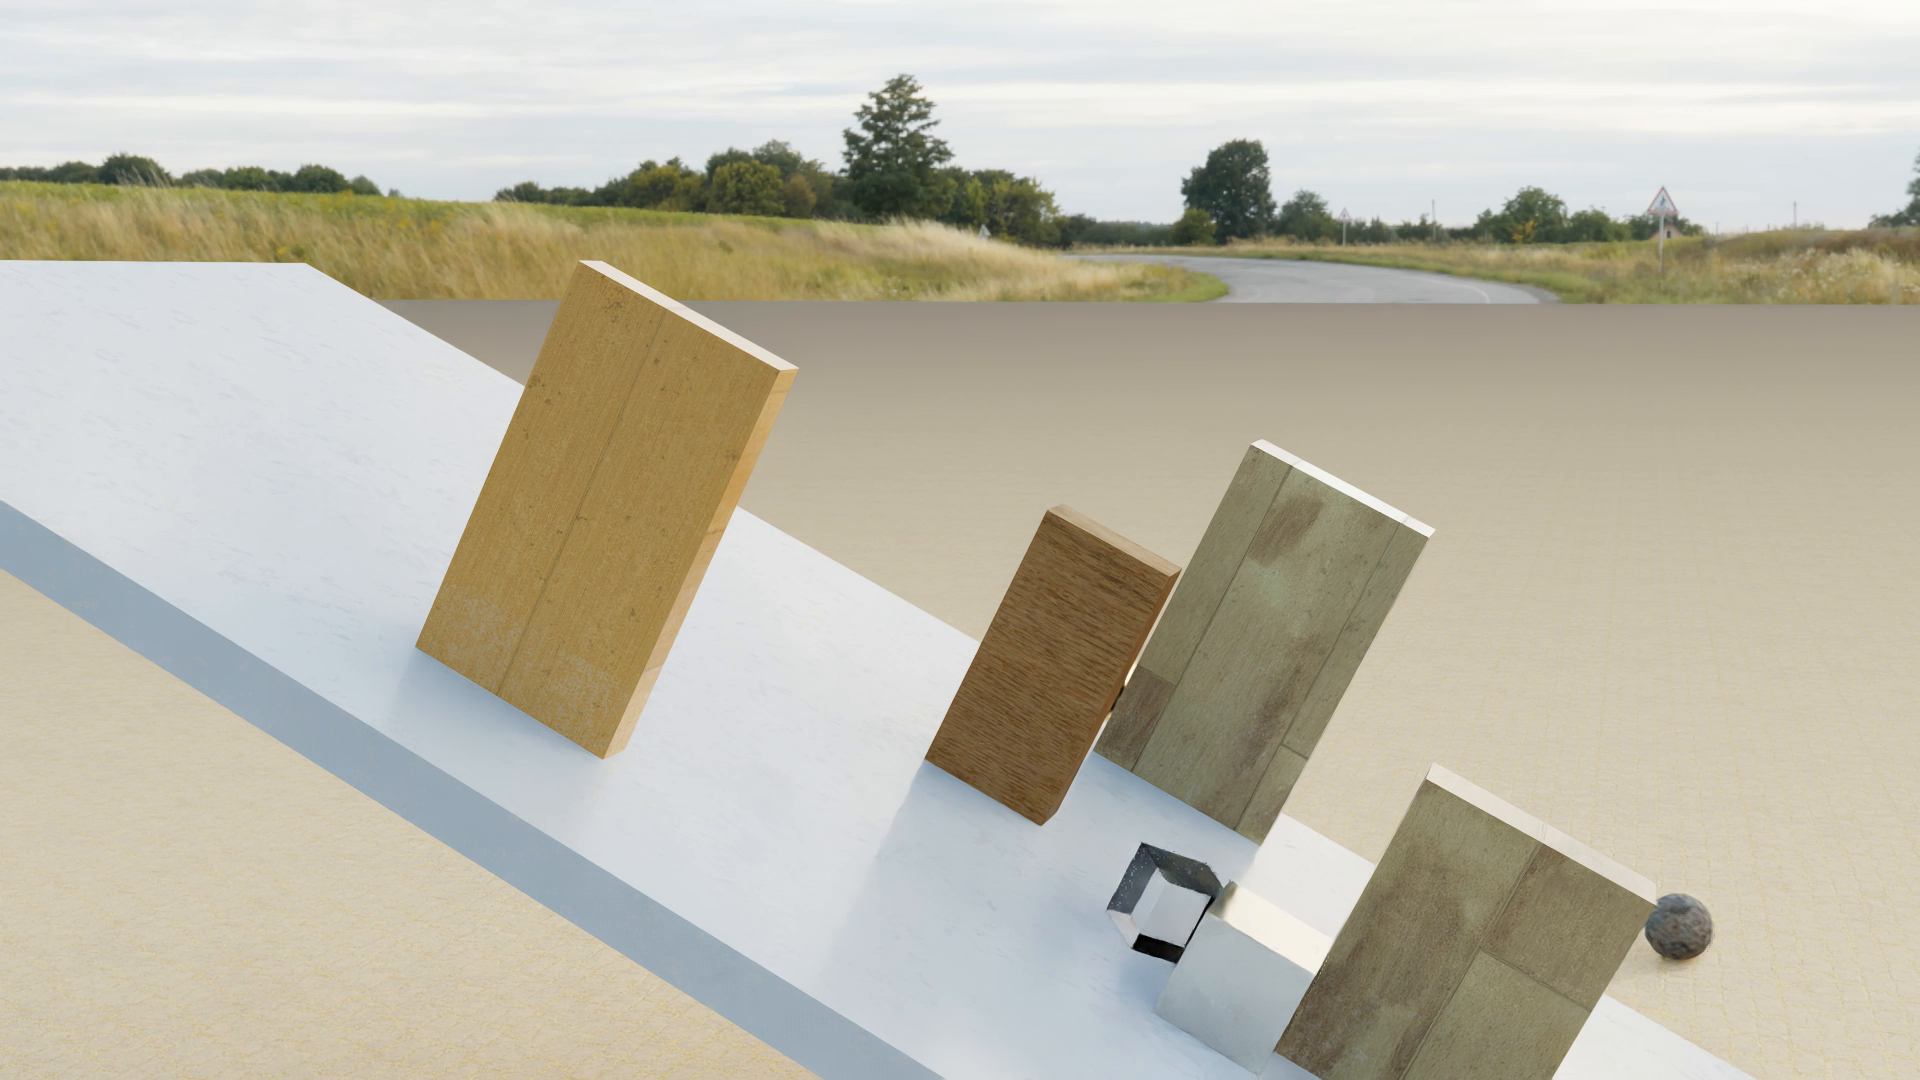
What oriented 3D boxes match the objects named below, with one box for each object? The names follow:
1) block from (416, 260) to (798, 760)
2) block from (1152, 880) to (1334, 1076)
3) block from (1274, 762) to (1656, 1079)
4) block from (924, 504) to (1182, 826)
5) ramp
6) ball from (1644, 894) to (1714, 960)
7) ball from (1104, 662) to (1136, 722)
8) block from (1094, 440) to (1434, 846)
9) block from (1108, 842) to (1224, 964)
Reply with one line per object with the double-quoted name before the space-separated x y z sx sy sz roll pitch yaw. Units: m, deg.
"block" -0.577 -0.047 3.545 0.378 0.705 0.081 29 14 12
"block" 0.471 0.724 3.651 0.200 0.200 0.200 29 14 13
"block" 0.831 0.709 3.638 0.403 0.538 0.131 29 14 12
"block" 0.175 0.237 4.187 0.261 0.545 0.118 29 14 12
"ramp" -0.244 0.410 4.159 4.000 0.100 2.000 29 14 12
"ball" 1.943 1.046 5.947 0.180 0.180 0.180 0 7 0
"ball" 0.322 0.321 4.927 0.173 0.173 0.173 0 7 0
"block" 0.641 0.216 4.674 0.410 0.747 0.147 29 14 12
"block" 0.370 0.646 3.881 0.140 0.140 0.140 21 15 -21
